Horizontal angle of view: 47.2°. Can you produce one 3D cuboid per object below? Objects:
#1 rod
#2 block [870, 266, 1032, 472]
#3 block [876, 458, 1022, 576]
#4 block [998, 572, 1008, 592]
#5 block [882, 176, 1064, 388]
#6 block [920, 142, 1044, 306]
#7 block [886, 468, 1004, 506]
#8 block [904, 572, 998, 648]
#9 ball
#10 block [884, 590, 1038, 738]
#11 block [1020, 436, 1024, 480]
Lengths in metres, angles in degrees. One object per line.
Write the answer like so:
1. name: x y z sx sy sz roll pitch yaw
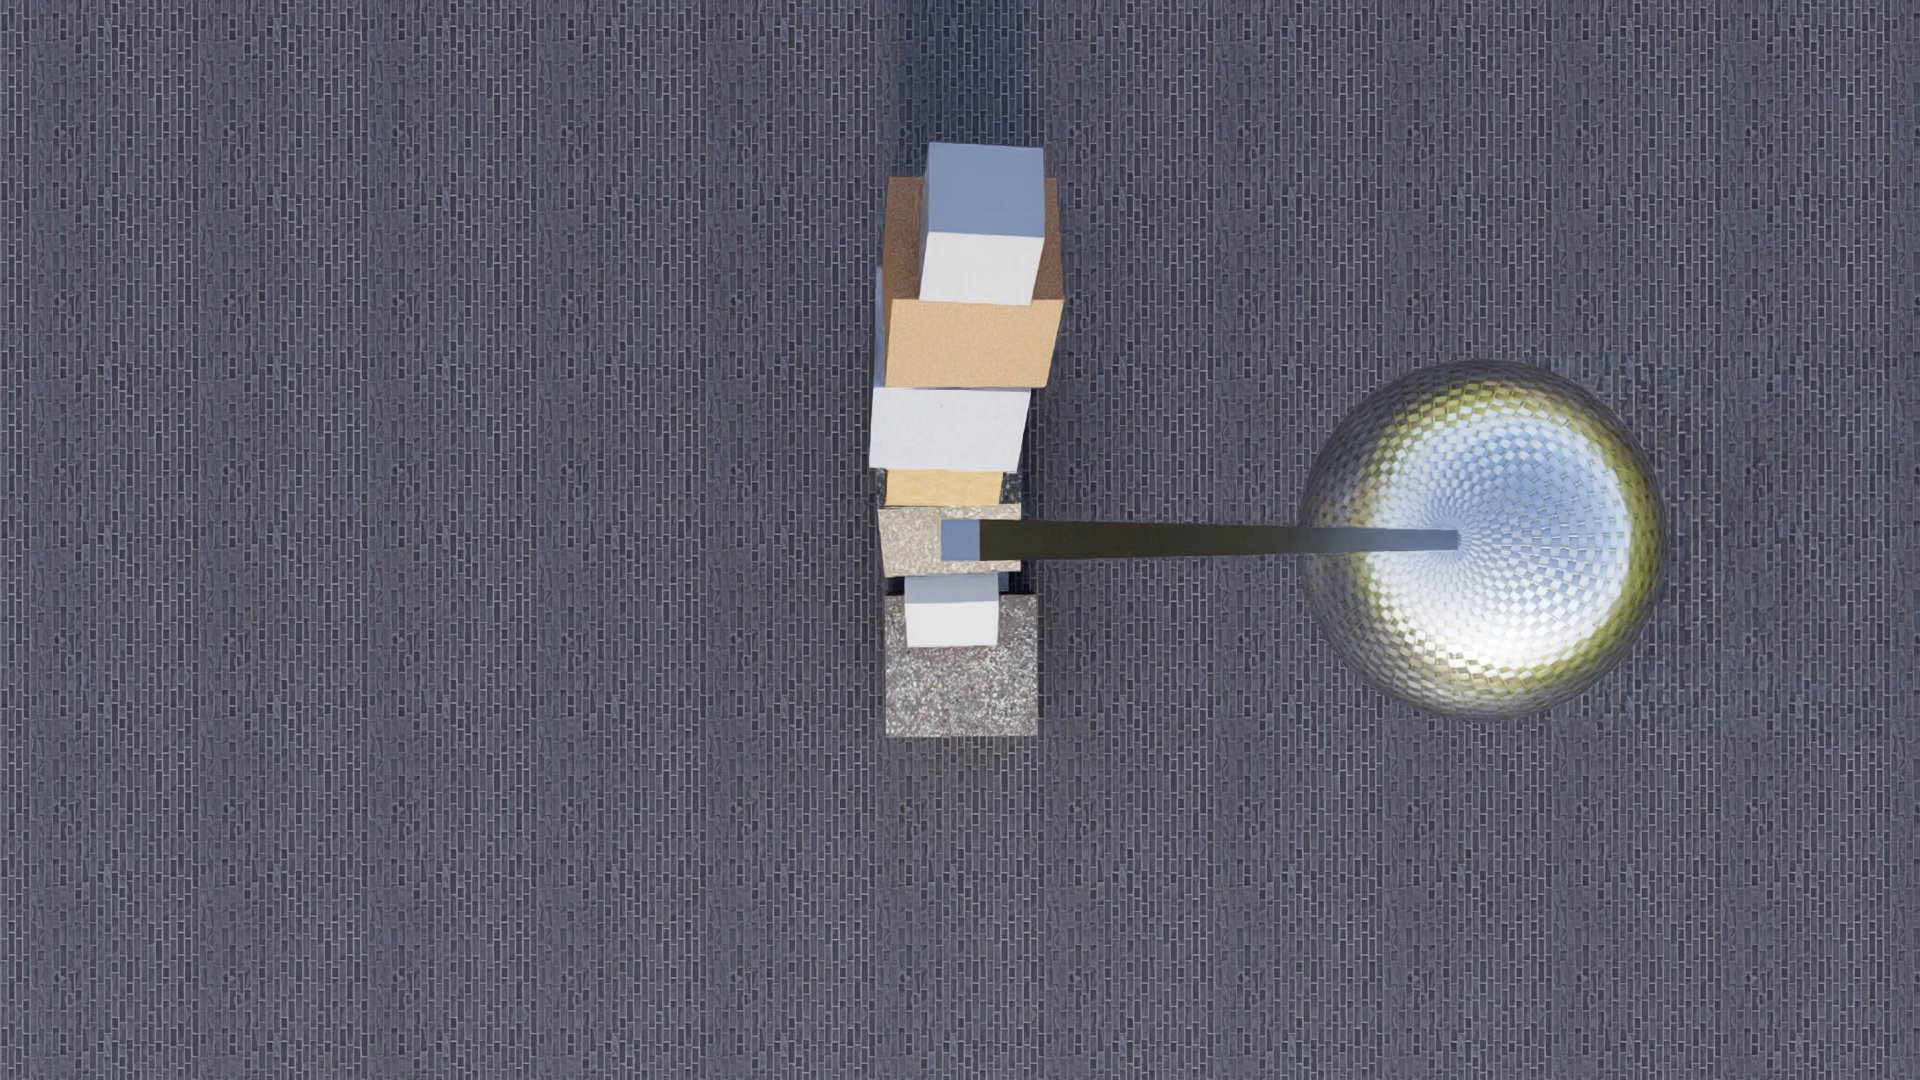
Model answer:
1. rod: 0.994 0.000 6.576 0.080 5.200 0.080 0 90 22
2. block: -0.056 -0.772 10.090 0.690 0.746 0.627 2 64 -3
3. block: -0.058 -0.324 11.306 0.708 0.786 0.738 -2 64 0
4. block: -0.012 -0.026 12.684 0.573 0.633 0.630 0 90 0
5. block: 0.040 -1.096 9.429 0.703 0.725 0.599 0 64 -5
6. block: 0.082 -1.264 8.836 0.453 0.489 0.428 2 63 -5
7. block: -0.080 -0.522 10.658 0.549 0.490 0.544 0 64 -4
8. block: -0.047 0.213 11.839 0.487 0.600 0.530 -1 65 0
9. ball: 2.295 0.000 9.718 1.600 1.600 1.600 0 90 0
10. block: 0.006 0.693 12.564 0.835 0.873 0.780 0 90 0
11. block: -0.020 -0.710 12.672 0.750 0.655 0.728 0 90 0
